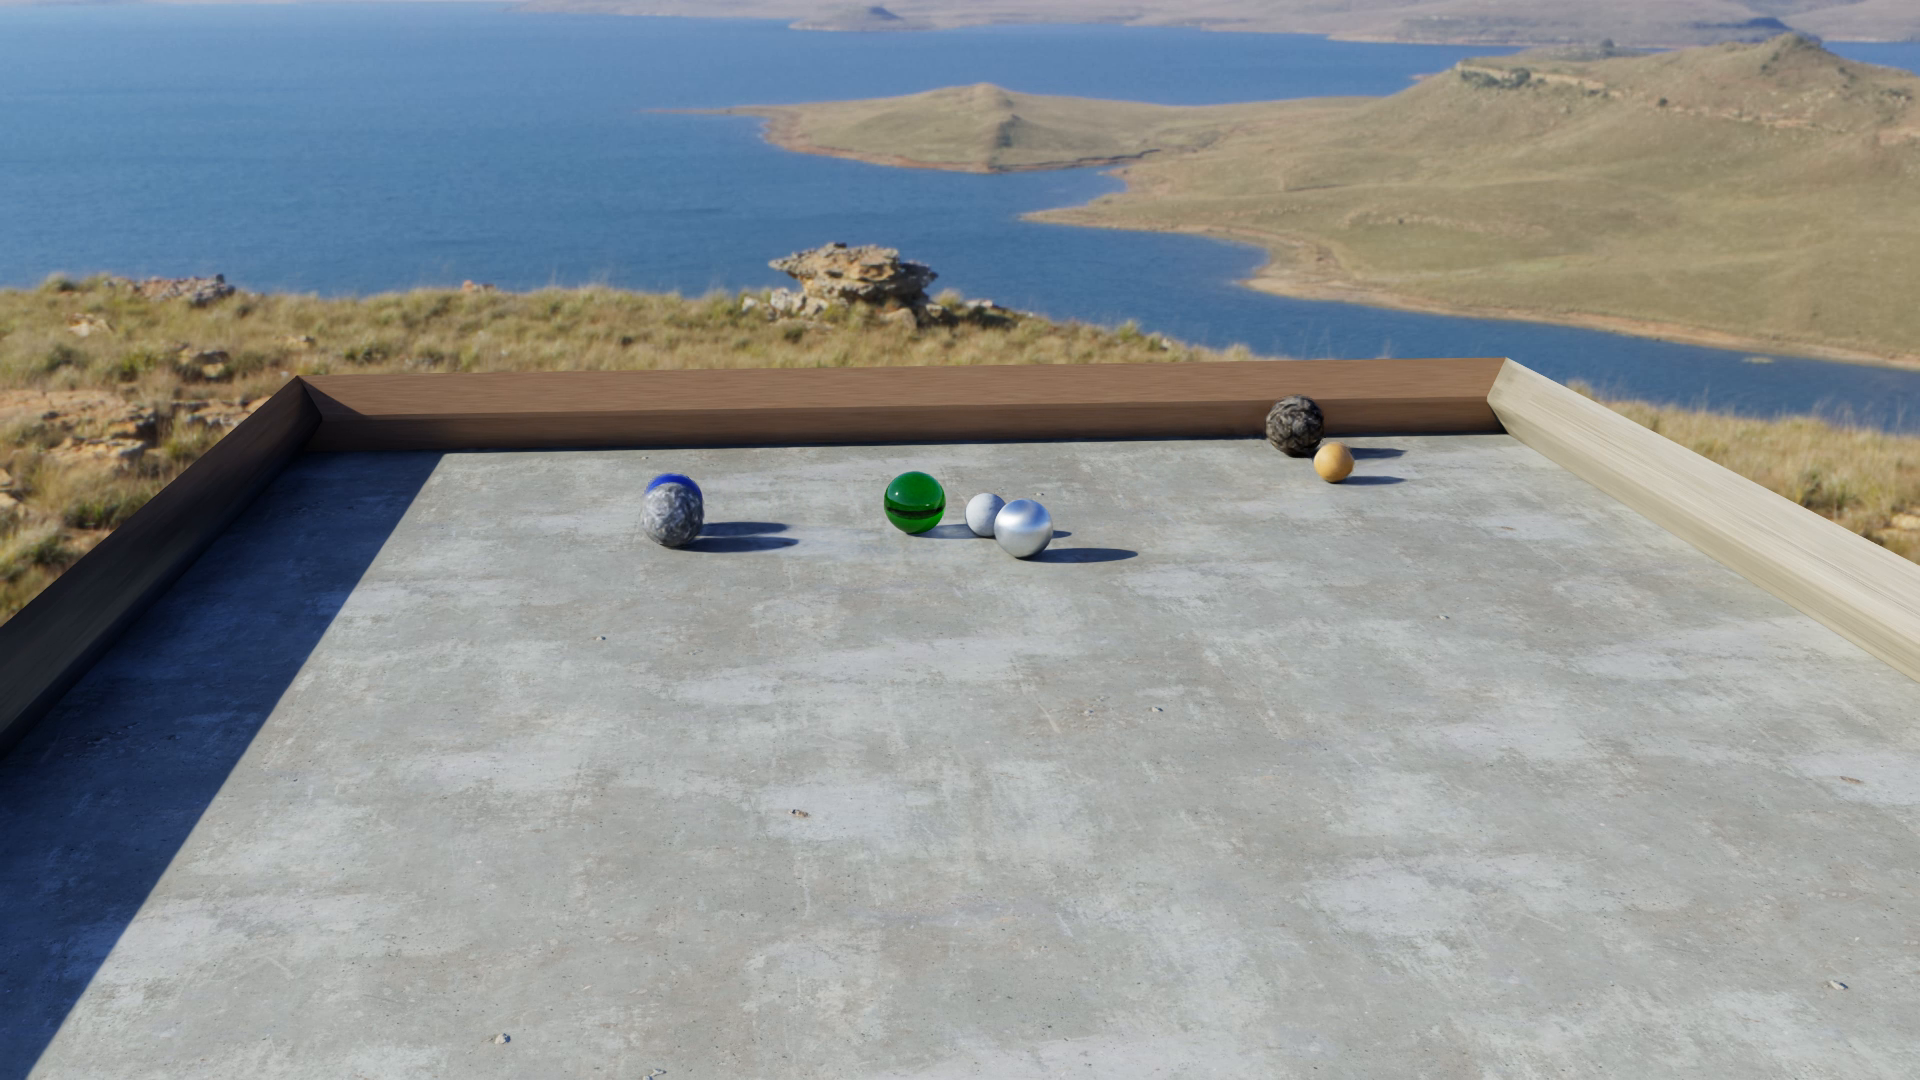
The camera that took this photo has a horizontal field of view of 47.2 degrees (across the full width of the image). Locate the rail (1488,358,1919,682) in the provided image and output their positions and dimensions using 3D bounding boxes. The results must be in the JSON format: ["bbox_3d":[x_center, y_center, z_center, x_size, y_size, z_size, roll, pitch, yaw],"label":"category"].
[{"bbox_3d":[1.044,0.163,2.104,0.045,0.123,3.342,-1,14,-5],"label":"rail"}]

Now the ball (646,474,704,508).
[{"bbox_3d":[-0.395,-0.052,3.040,0.080,0.080,0.080,0,14,0],"label":"ball"}]

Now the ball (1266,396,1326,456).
[{"bbox_3d":[0.538,-0.183,3.526,0.095,0.095,0.095,0,14,0],"label":"ball"}]

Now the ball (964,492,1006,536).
[{"bbox_3d":[0.037,-0.034,3.011,0.060,0.060,0.060,0,14,0],"label":"ball"}]

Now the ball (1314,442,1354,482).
[{"bbox_3d":[0.568,-0.118,3.340,0.060,0.060,0.060,0,14,0],"label":"ball"}]

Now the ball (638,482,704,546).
[{"bbox_3d":[-0.388,-0.034,2.957,0.086,0.086,0.086,0,14,0],"label":"ball"}]

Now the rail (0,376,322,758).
[{"bbox_3d":[-0.898,0.205,1.939,0.045,0.123,3.342,-1,14,-5],"label":"rail"}]

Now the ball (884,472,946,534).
[{"bbox_3d":[-0.062,-0.052,3.026,0.086,0.086,0.086,0,14,0],"label":"ball"}]

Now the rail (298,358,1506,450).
[{"bbox_3d":[-0.071,-0.221,3.612,1.997,0.123,0.045,-1,14,-5],"label":"rail"}]

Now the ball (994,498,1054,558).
[{"bbox_3d":[0.084,-0.015,2.899,0.078,0.078,0.078,0,14,0],"label":"ball"}]
